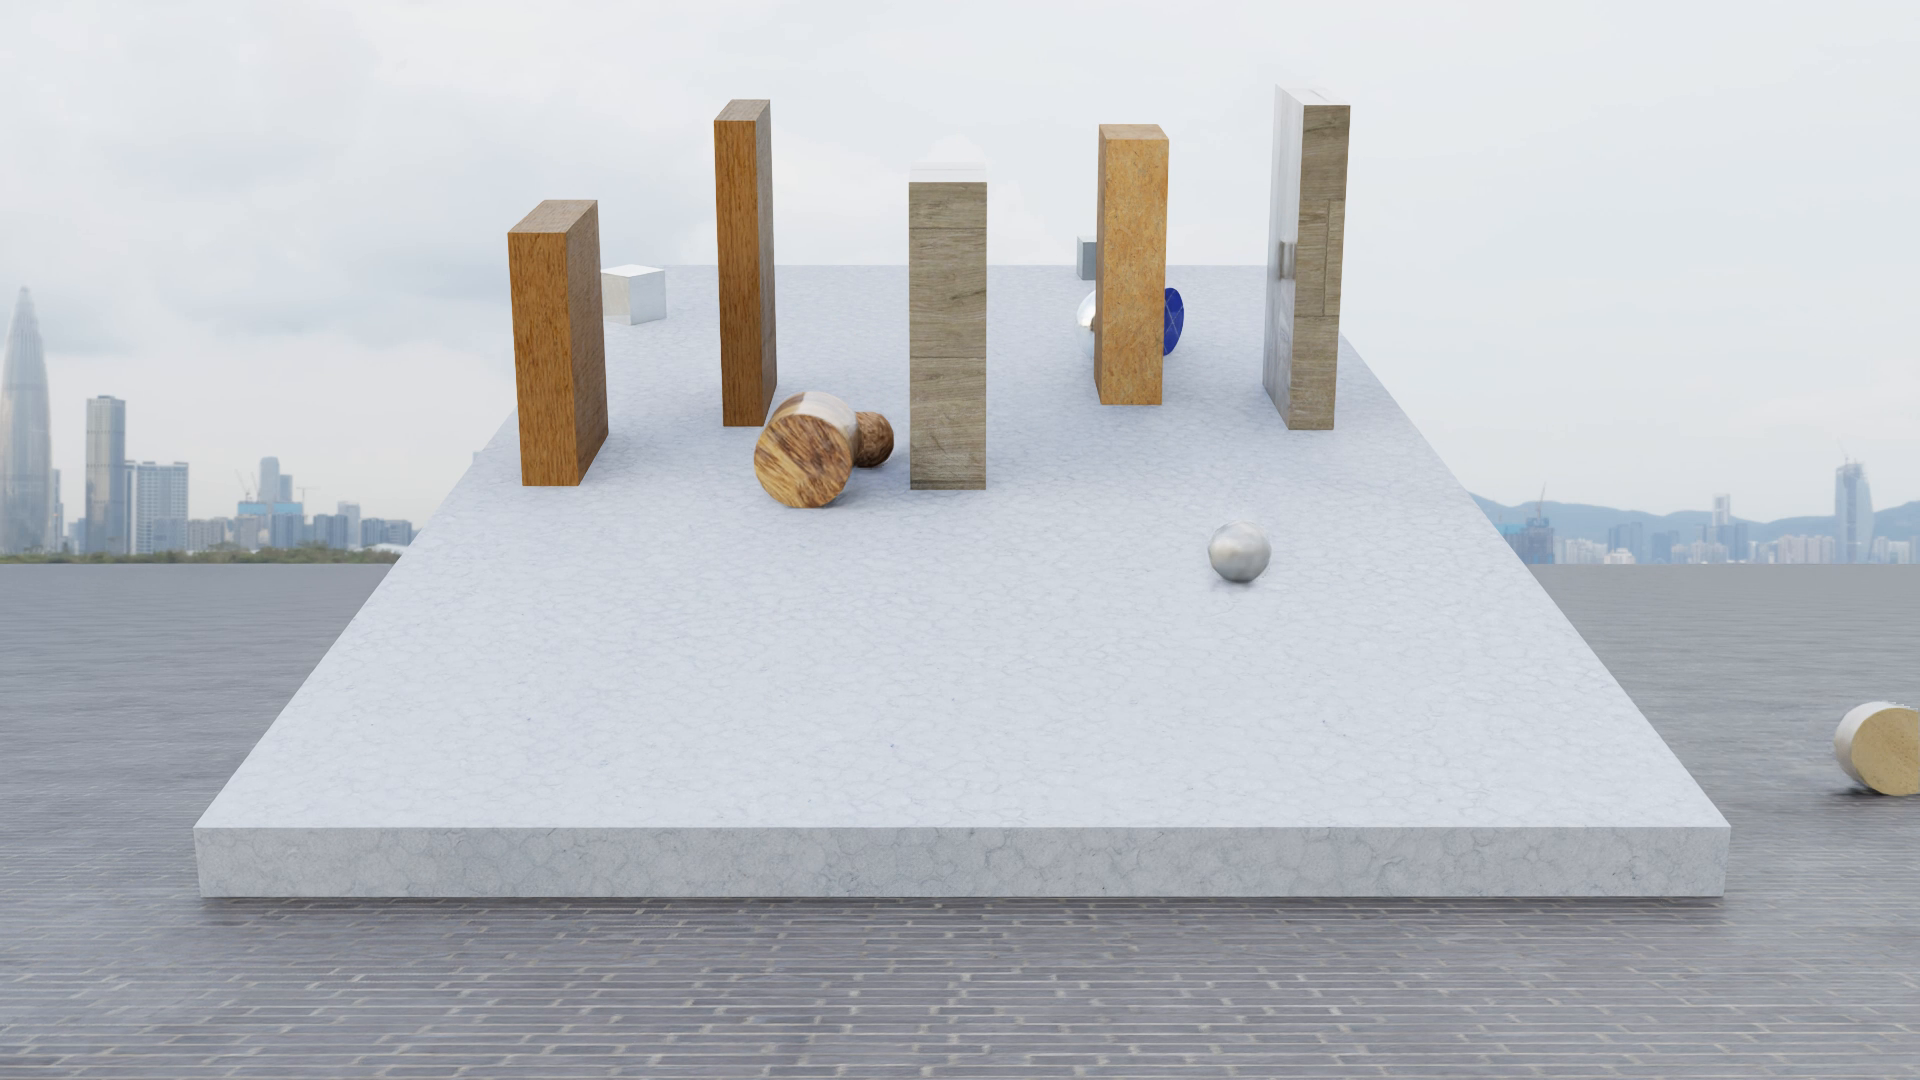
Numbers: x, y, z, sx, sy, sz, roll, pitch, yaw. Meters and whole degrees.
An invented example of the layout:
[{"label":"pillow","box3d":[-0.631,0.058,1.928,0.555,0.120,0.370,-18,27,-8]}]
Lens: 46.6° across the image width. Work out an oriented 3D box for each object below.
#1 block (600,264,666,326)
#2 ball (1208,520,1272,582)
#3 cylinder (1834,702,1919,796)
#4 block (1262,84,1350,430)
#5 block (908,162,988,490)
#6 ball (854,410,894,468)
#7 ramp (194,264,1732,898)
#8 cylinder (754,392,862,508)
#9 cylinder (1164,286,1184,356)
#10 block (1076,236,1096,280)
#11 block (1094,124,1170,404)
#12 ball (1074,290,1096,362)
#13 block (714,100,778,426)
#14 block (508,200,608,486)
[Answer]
[{"label":"block","box3d":[-0.877,-0.654,5.939,0.130,0.130,0.130,14,22,37]},{"label":"ball","box3d":[0.482,0.020,3.842,0.108,0.108,0.108,0,0,0]},{"label":"cylinder","box3d":[1.769,0.396,4.249,0.165,0.165,0.165,0,0,11]},{"label":"block","box3d":[0.763,-0.636,4.945,0.098,0.698,0.431,0,17,0]},{"label":"block","box3d":[-0.024,-0.428,4.434,0.149,0.606,0.270,0,17,0]},{"label":"ball","box3d":[-0.191,-0.205,4.540,0.117,0.117,0.117,0,0,0]},{"label":"ramp","box3d":[-0.003,-0.180,4.821,2.000,0.100,4.000,0,17,0]},{"label":"cylinder","box3d":[-0.294,-0.177,4.334,0.186,0.186,0.186,0,17,4]},{"label":"cylinder","box3d":[0.443,-0.555,5.564,0.170,0.170,0.170,12,6,33]},{"label":"block","box3d":[0.406,-0.826,6.521,0.112,0.112,0.112,-2,18,-6]},{"label":"block","box3d":[0.389,-0.633,5.099,0.137,0.598,0.276,0,17,0]},{"label":"ball","box3d":[0.377,-0.516,5.387,0.203,0.203,0.203,0,0,0]},{"label":"block","box3d":[-0.474,-0.624,4.962,0.088,0.661,0.403,0,17,0]},{"label":"block","box3d":[-0.812,-0.409,4.537,0.111,0.505,0.409,0,17,0]}]
